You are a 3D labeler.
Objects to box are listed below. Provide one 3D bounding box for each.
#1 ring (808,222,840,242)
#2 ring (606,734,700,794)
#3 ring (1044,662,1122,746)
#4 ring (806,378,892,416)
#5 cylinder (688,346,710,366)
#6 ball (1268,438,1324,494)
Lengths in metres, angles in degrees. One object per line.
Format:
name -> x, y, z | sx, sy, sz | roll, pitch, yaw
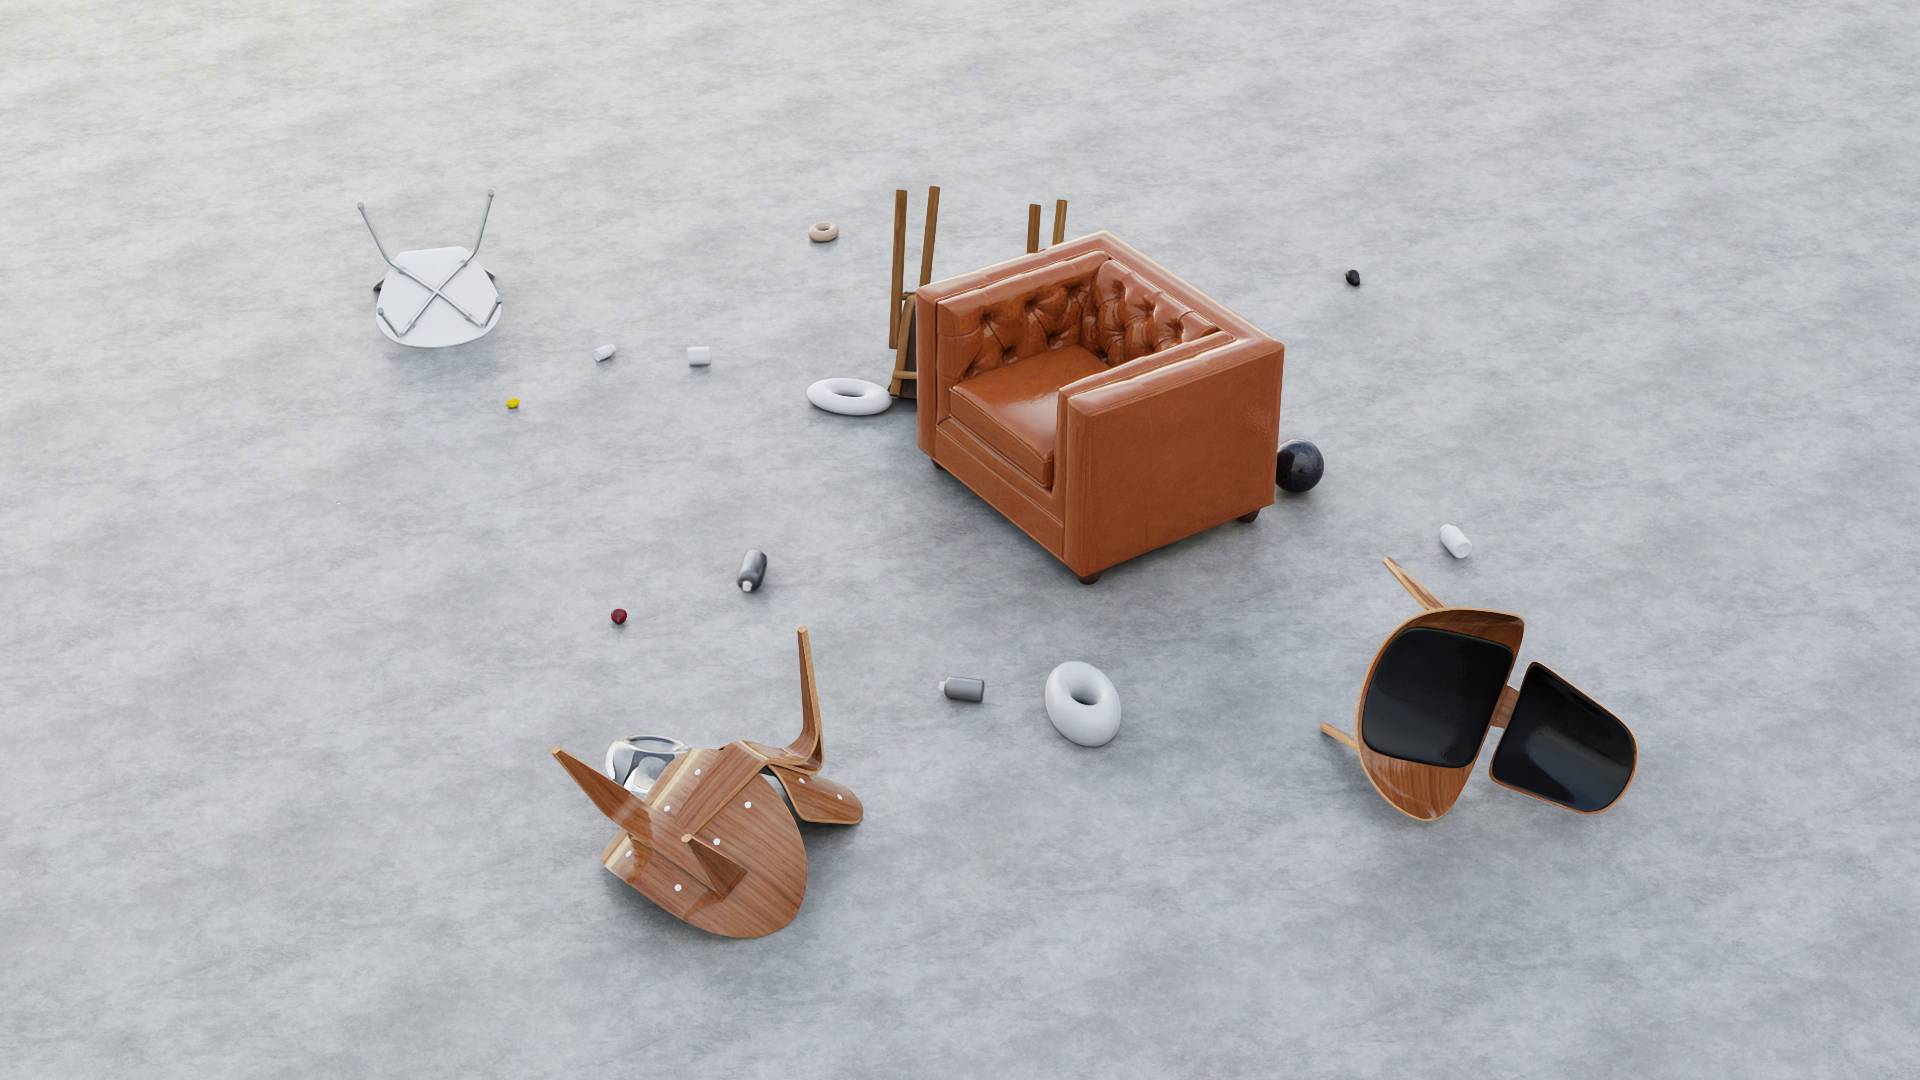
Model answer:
ring -> -0.603, -1.364, 12.970 | 0.125, 0.049, 0.149 | 27, 41, 33
ring -> -1.012, 0.738, 9.656 | 0.314, 0.145, 0.280 | 5, 12, -18
ring -> 0.418, 0.556, 9.973 | 0.244, 0.144, 0.386 | -7, 35, -14
ring -> -0.442, -0.575, 11.753 | 0.358, 0.072, 0.218 | 9, 34, 15
cylinder -> -1.073, -0.757, 12.040 | 0.088, 0.059, 0.101 | -4, 37, -5
ball -> 1.284, -0.283, 11.182 | 0.212, 0.212, 0.212 | 0, 33, 0
